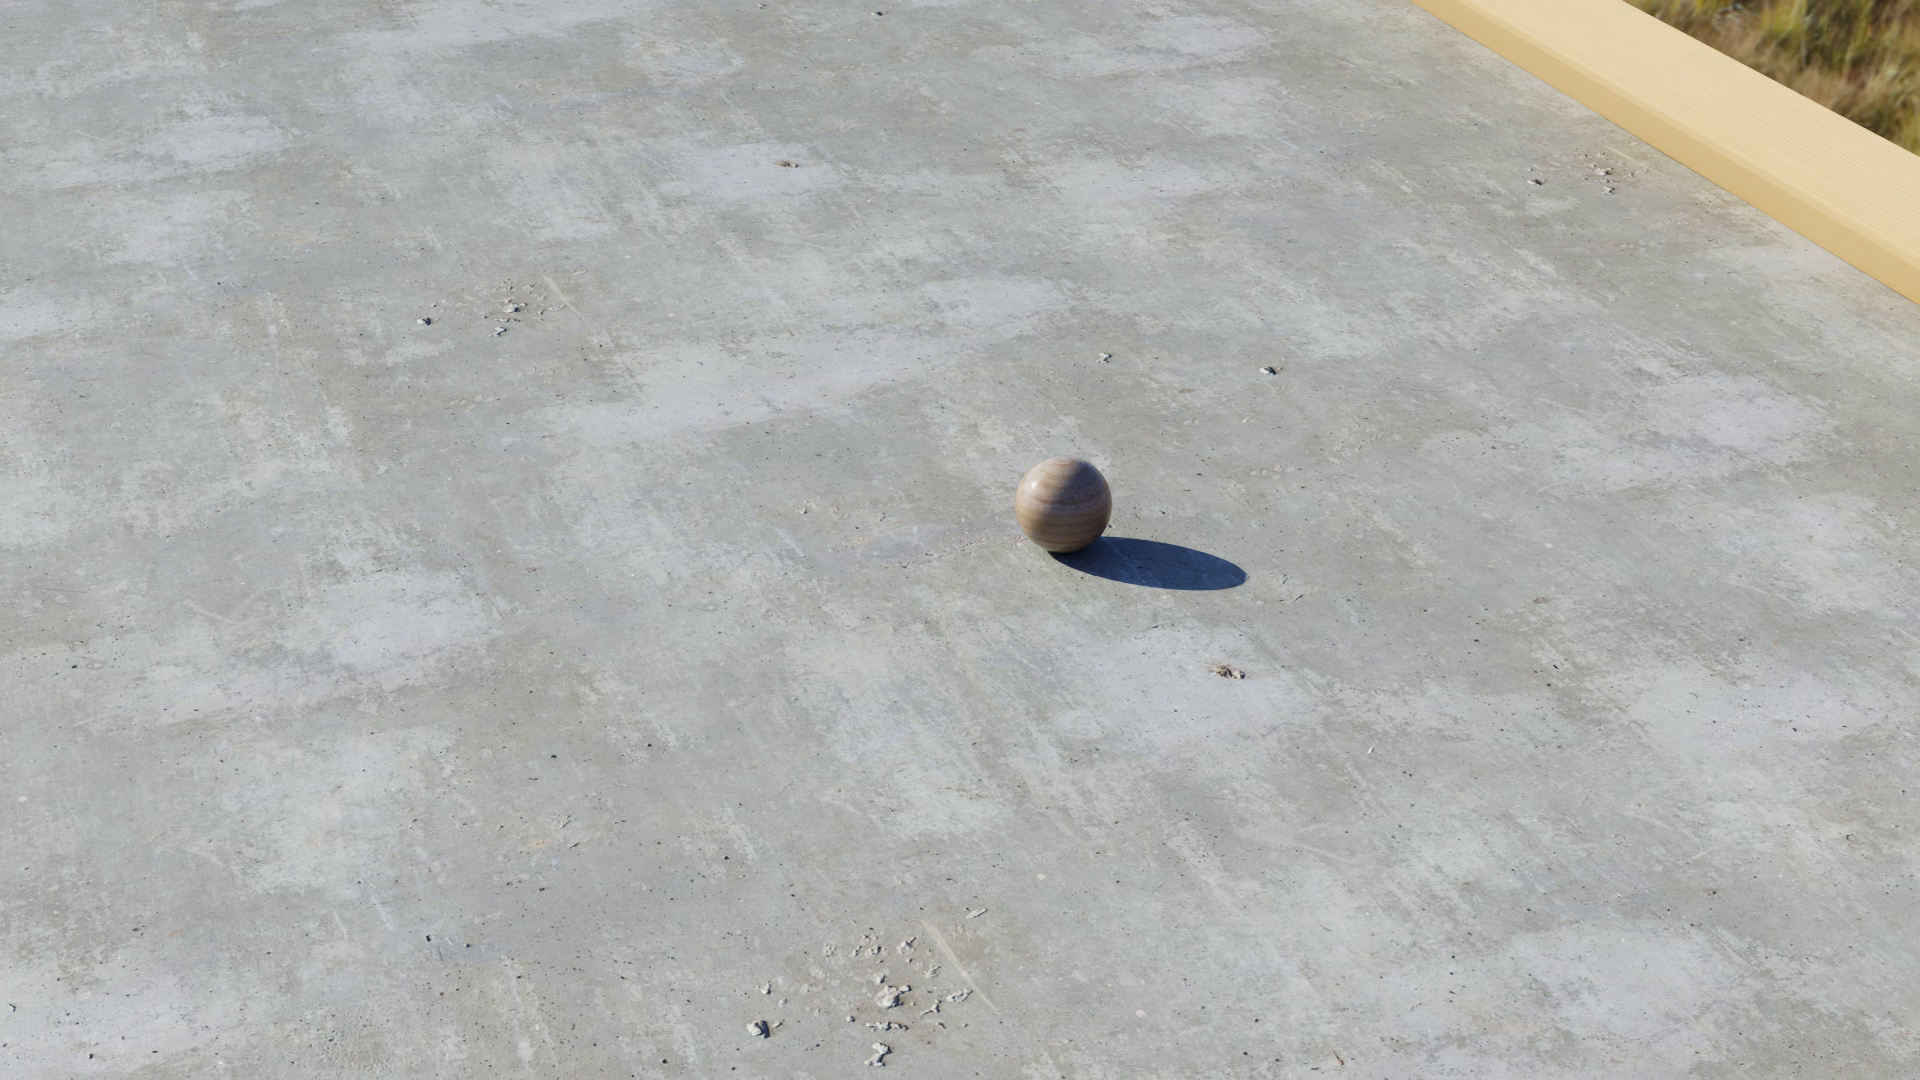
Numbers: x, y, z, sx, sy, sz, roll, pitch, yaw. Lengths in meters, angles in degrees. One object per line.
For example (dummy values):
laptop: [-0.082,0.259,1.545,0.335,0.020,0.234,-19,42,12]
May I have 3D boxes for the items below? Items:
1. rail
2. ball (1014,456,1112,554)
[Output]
rail: [0.555,-0.505,2.879,0.045,0.115,3.334,-9,28,-17]
ball: [0.070,-0.024,1.982,0.066,0.066,0.066,0,27,0]
